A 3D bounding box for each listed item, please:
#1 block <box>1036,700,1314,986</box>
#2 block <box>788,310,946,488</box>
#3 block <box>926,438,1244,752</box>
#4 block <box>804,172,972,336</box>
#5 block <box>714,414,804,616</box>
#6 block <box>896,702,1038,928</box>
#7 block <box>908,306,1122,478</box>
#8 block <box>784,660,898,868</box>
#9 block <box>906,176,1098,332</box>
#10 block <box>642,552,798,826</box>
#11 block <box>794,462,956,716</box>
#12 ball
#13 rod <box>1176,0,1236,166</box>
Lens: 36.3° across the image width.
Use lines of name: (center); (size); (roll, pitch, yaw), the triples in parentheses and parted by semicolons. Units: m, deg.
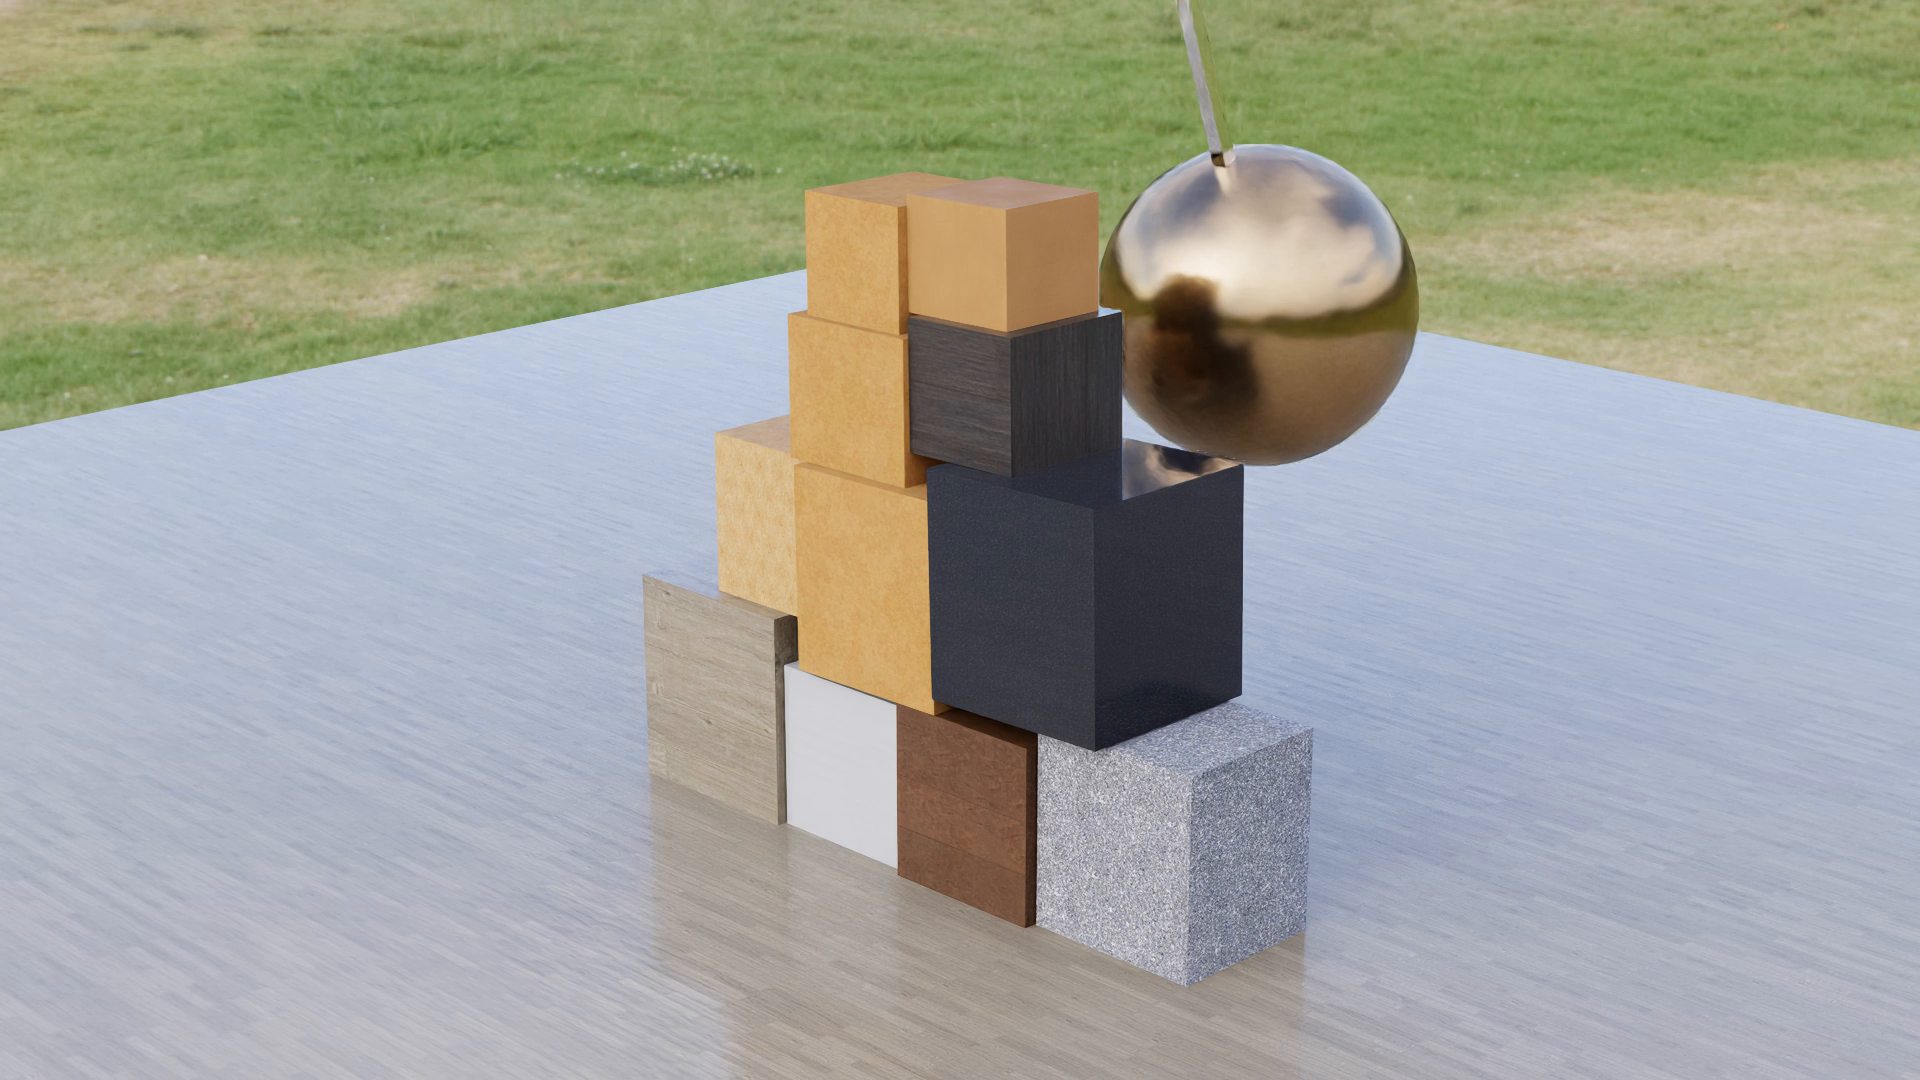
block: (0.928, 1.253, 12.772); (0.800, 0.951, 0.873); (-17, 24, -42)
block: (-0.250, -0.704, 13.359); (0.752, 0.674, 0.742); (16, 24, 43)
block: (0.550, 0.188, 12.817); (0.960, 1.059, 0.980); (-17, 22, -42)
block: (-0.242, -1.299, 13.185); (0.596, 0.567, 0.672); (16, 24, 43)
block: (-0.663, -0.140, 14.012); (0.731, 0.786, 0.678); (-17, 24, -42)
block: (0.320, 1.123, 13.357); (0.905, 0.848, 0.811); (-17, 24, -42)
block: (0.245, -0.692, 12.864); (0.706, 0.610, 0.621); (-17, 23, -42)
block: (-0.248, 0.968, 13.923); (0.832, 0.803, 0.803); (-17, 24, -42)
block: (0.188, -1.252, 12.762); (0.599, 0.524, 0.577); (15, 23, 43)
block: (-0.885, 0.667, 14.489); (0.925, 1.040, 0.968); (-17, 24, -42)
block: (-0.122, 0.125, 13.487); (0.891, 0.985, 0.895); (-17, 23, -42)
ball: (1.467, -1.161, 14.514); (1.600, 1.600, 1.600); (0, 17, 0)
rod: (0.636, -3.955, 12.765); (0.080, 5.200, 0.080); (17, 44, 42)
